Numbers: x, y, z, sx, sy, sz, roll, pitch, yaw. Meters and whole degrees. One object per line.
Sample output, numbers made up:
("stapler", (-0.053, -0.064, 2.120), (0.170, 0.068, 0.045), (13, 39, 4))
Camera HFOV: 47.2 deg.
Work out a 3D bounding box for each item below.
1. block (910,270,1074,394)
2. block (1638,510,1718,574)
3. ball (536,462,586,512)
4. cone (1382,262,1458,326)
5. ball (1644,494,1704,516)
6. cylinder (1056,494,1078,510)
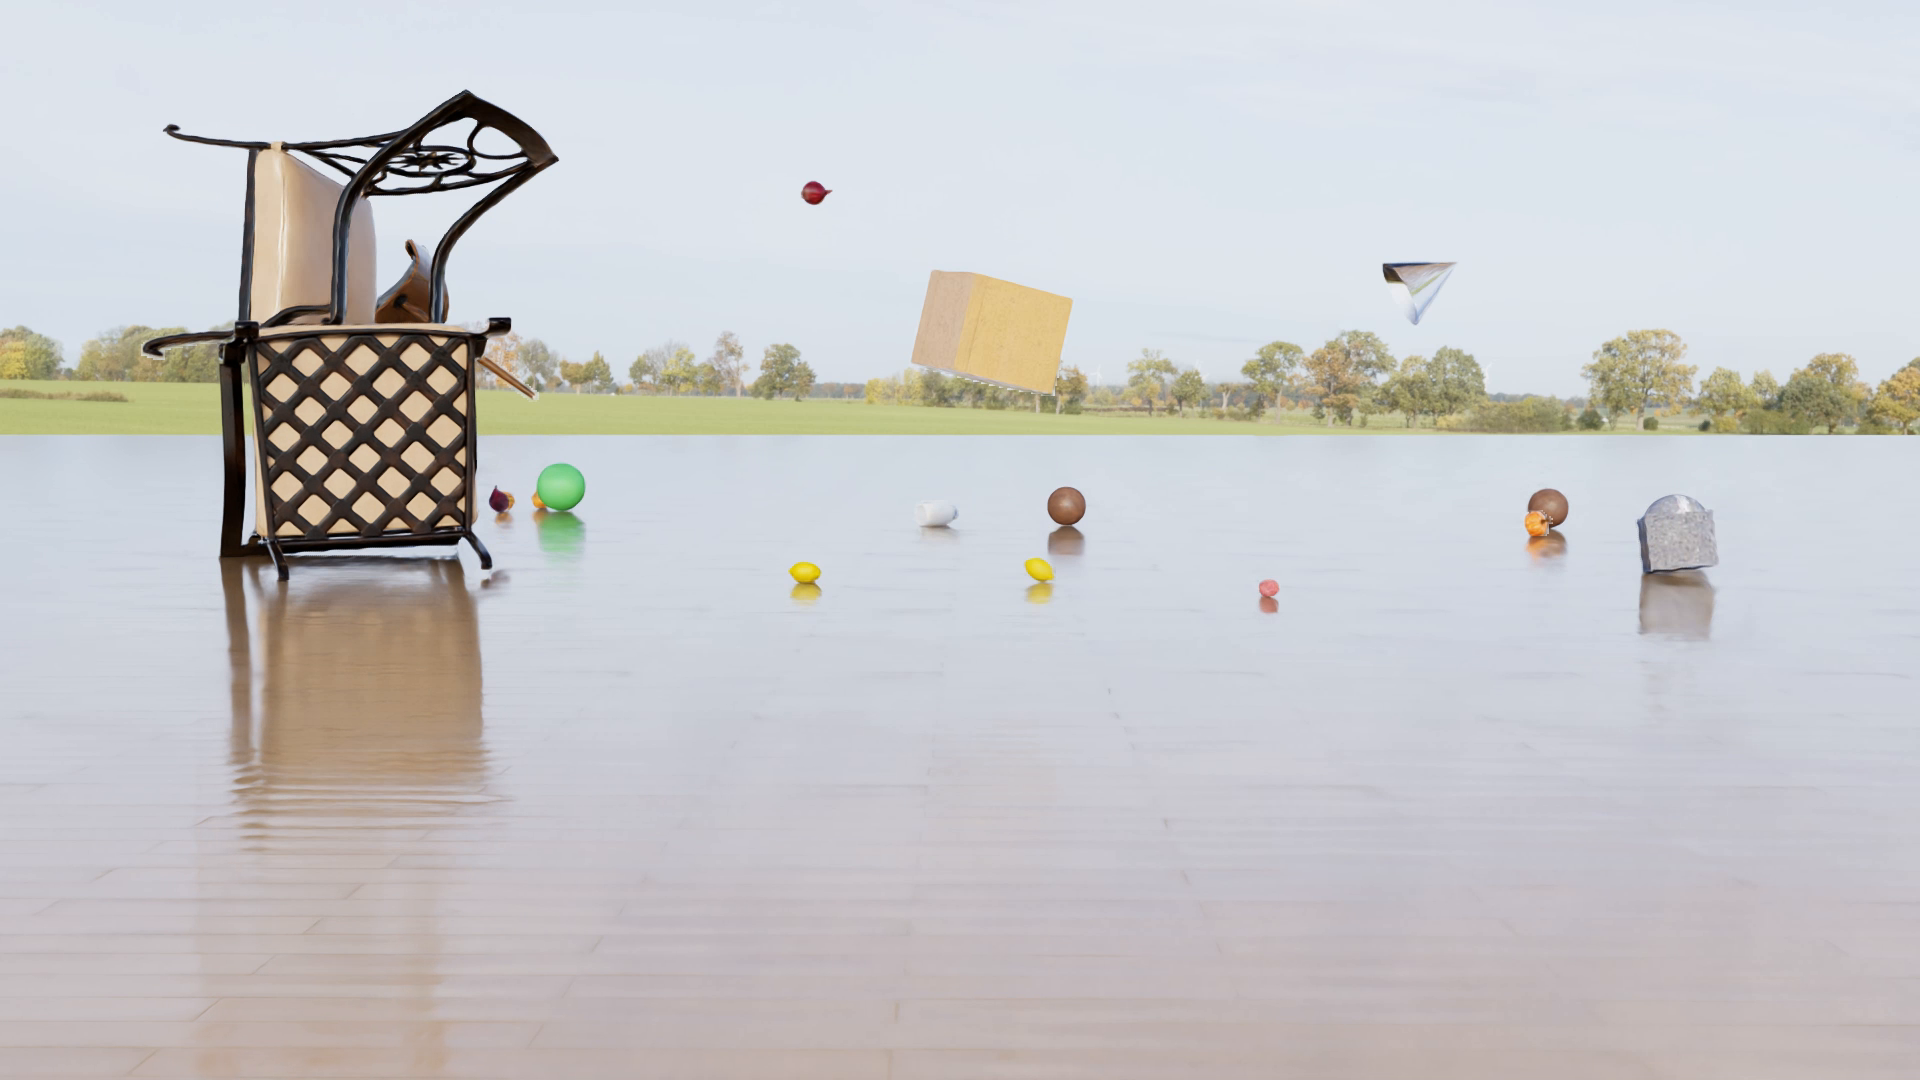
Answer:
("block", (0.077, -0.518, 5.454), (0.271, 0.238, 0.273), (12, 3, -25))
("block", (1.732, 0.005, 5.306), (0.158, 0.131, 0.094), (-6, -6, 6))
("ball", (-1.469, -0.196, 8.098), (0.178, 0.178, 0.178), (0, 4, 0))
("cone", (1.631, -0.911, 7.637), (0.254, 0.243, 0.123), (-29, 4, -14))
("ball", (1.886, -0.034, 5.794), (0.172, 0.172, 0.172), (0, 4, 0))
("cylinder", (0.392, -0.139, 8.106), (0.071, 0.066, 0.052), (1, 26, 14))
